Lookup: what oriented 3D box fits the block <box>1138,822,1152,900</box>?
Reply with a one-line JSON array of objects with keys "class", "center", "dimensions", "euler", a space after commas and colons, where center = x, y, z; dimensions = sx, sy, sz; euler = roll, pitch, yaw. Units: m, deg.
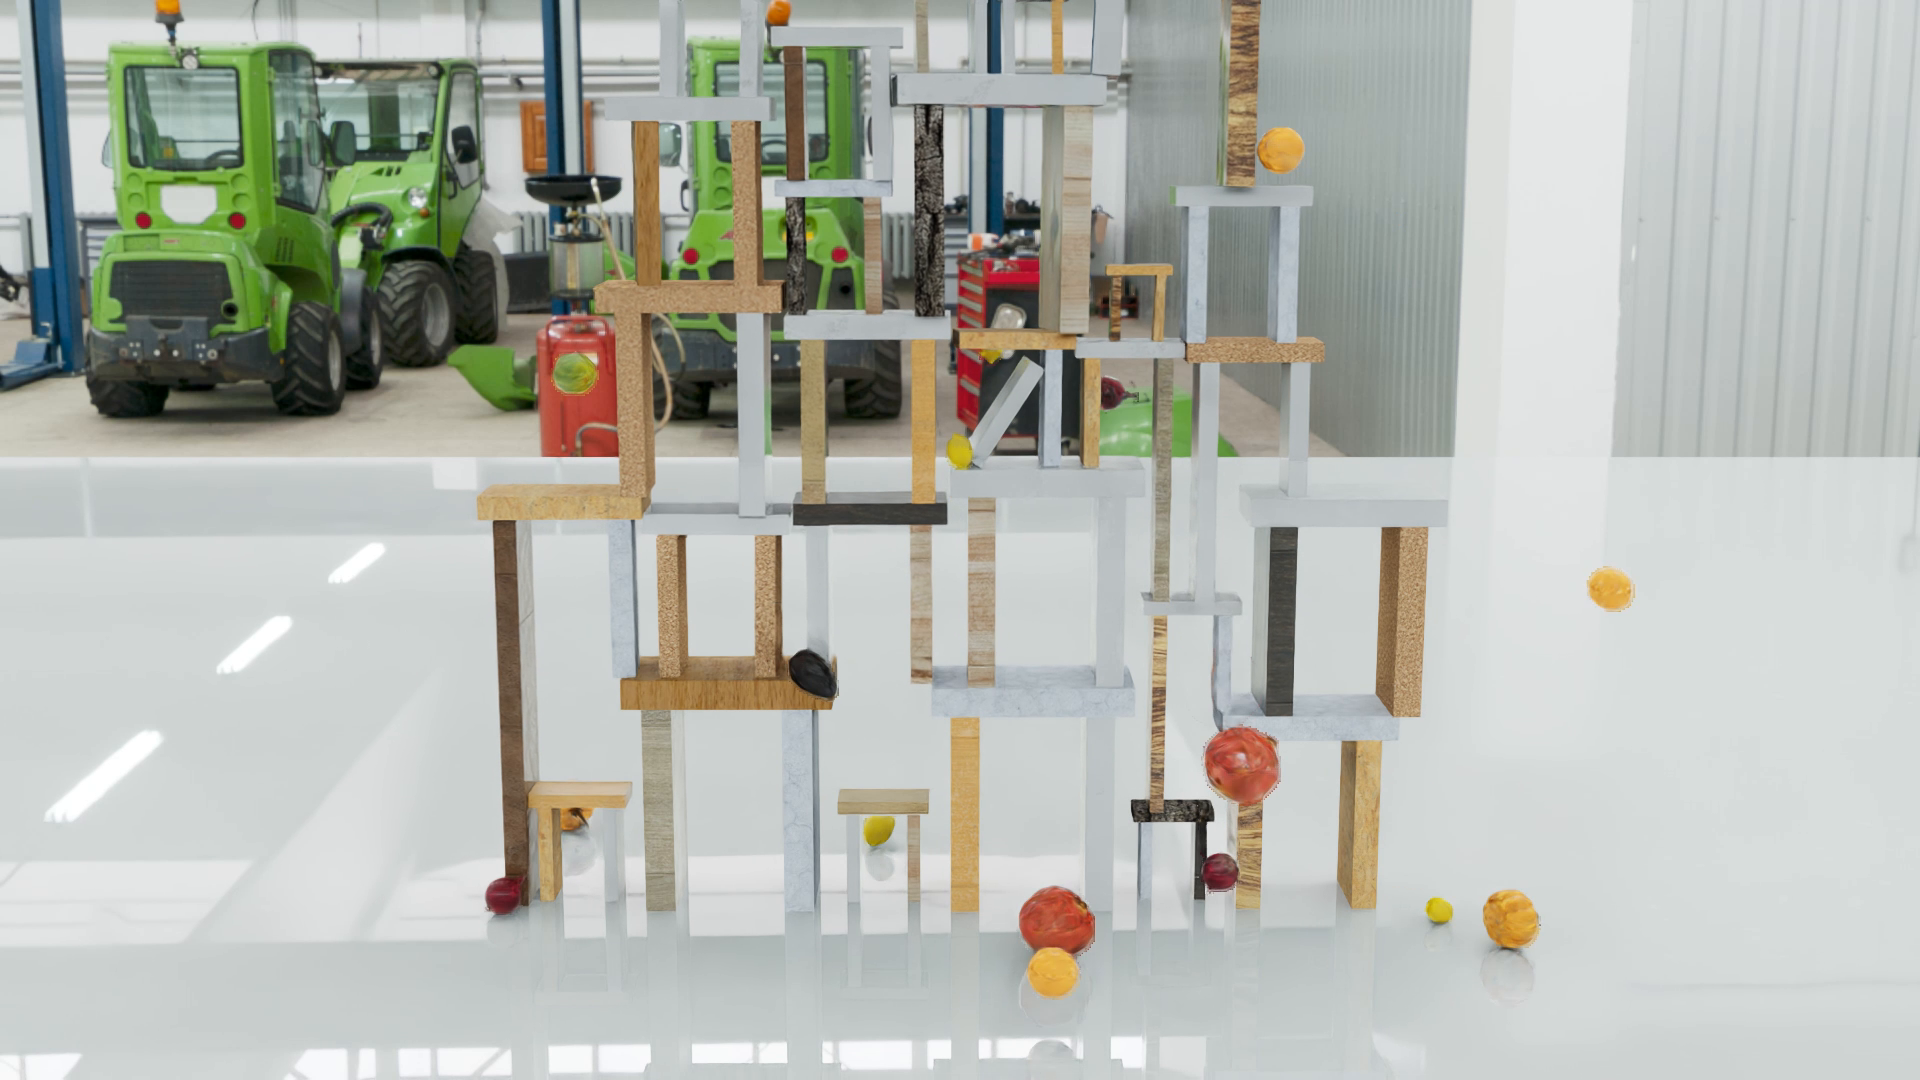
[{"class": "block", "center": [0.308, 0.524, 3.661], "dimensions": [0.019, 0.133, 0.067], "euler": [0, 11, 0]}]

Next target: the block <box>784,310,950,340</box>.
[{"class": "block", "center": [-0.146, -0.344, 3.505], "dimensions": [0.261, 0.037, 0.130], "euler": [0, 10, -1]}]

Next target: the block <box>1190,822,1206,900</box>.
[{"class": "block", "center": [0.397, 0.524, 3.661], "dimensions": [0.019, 0.133, 0.067], "euler": [0, 11, 0]}]

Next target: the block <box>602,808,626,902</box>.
[{"class": "block", "center": [-0.575, 0.511, 3.658], "dimensions": [0.023, 0.159, 0.080], "euler": [0, 11, 0]}]

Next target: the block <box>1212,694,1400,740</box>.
[{"class": "block", "center": [0.566, 0.291, 3.613], "dimensions": [0.284, 0.040, 0.142], "euler": [0, 11, 0]}]

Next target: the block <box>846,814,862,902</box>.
[{"class": "block", "center": [-0.176, 0.517, 3.655], "dimensions": [0.021, 0.149, 0.075], "euler": [0, 11, 0]}]

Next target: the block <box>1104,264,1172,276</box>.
[{"class": "block", "center": [0.283, -0.429, 3.489], "dimensions": [0.104, 0.015, 0.052], "euler": [0, 10, 1]}]

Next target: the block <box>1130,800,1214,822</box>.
[{"class": "block", "center": [0.352, 0.449, 3.647], "dimensions": [0.133, 0.019, 0.067], "euler": [0, 11, 0]}]

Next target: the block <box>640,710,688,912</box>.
[{"class": "block", "center": [-0.488, 0.423, 3.639], "dimensions": [0.048, 0.338, 0.169], "euler": [0, 11, 0]}]

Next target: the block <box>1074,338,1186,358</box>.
[{"class": "block", "center": [0.270, -0.307, 3.511], "dimensions": [0.173, 0.024, 0.086], "euler": [0, 10, 1]}]

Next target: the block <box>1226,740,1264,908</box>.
[{"class": "block", "center": [0.471, 0.450, 3.642], "dimensions": [0.040, 0.284, 0.142], "euler": [0, 11, 0]}]

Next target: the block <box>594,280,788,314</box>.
[{"class": "block", "center": [-0.424, -0.387, 3.490], "dimensions": [0.290, 0.041, 0.145], "euler": [0, 11, 0]}]

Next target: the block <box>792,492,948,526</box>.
[{"class": "block", "center": [-0.144, -0.052, 3.559], "dimensions": [0.247, 0.035, 0.123], "euler": [0, 10, -2]}]

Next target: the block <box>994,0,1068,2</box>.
[{"class": "block", "center": [0.111, -0.847, 3.417], "dimensions": [0.115, 0.016, 0.058], "euler": [0, 9, 0]}]

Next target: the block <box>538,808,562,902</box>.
[{"class": "block", "center": [-0.681, 0.511, 3.658], "dimensions": [0.023, 0.159, 0.080], "euler": [0, 11, 0]}]

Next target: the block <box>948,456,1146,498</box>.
[{"class": "block", "center": [0.137, -0.103, 3.546], "dimensions": [0.309, 0.044, 0.154], "euler": [0, 10, -1]}]

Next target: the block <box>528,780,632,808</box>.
[{"class": "block", "center": [-0.628, 0.421, 3.642], "dimensions": [0.159, 0.023, 0.080], "euler": [0, 11, 0]}]

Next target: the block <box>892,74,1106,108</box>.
[{"class": "block", "center": [0.058, -0.703, 3.445], "dimensions": [0.322, 0.046, 0.161], "euler": [-1, 9, -5]}]

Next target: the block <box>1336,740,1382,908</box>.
[{"class": "block", "center": [0.661, 0.450, 3.642], "dimensions": [0.040, 0.284, 0.142], "euler": [0, 11, 0]}]

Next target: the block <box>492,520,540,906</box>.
[{"class": "block", "center": [-0.725, 0.272, 3.614], "dimensions": [0.037, 0.646, 0.130], "euler": [0, 11, 0]}]

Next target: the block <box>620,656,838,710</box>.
[{"class": "block", "center": [-0.375, 0.234, 3.604], "dimensions": [0.338, 0.048, 0.169], "euler": [0, 11, 0]}]

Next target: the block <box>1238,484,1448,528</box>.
[{"class": "block", "center": [0.615, -0.056, 3.550], "dimensions": [0.310, 0.044, 0.155], "euler": [0, 11, 0]}]

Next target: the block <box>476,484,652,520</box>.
[{"class": "block", "center": [-0.635, -0.062, 3.543], "dimensions": [0.259, 0.037, 0.130], "euler": [0, 11, -1]}]

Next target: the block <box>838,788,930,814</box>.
[{"class": "block", "center": [-0.126, 0.433, 3.639], "dimensions": [0.149, 0.021, 0.075], "euler": [0, 11, 0]}]

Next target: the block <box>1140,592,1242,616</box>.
[{"class": "block", "center": [0.375, 0.103, 3.581], "dimensions": [0.158, 0.022, 0.079], "euler": [0, 10, 0]}]

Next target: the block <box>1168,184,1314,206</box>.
[{"class": "block", "center": [0.440, -0.542, 3.460], "dimensions": [0.212, 0.030, 0.106], "euler": [0, 10, 0]}]

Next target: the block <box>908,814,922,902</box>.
[{"class": "block", "center": [-0.076, 0.517, 3.655], "dimensions": [0.021, 0.149, 0.075], "euler": [0, 11, 0]}]

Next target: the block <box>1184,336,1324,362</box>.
[{"class": "block", "center": [0.464, -0.303, 3.503], "dimensions": [0.214, 0.030, 0.107], "euler": [0, 10, 0]}]

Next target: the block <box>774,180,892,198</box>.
[{"class": "block", "center": [-0.199, -0.555, 3.470], "dimensions": [0.183, 0.026, 0.091], "euler": [0, 10, -1]}]

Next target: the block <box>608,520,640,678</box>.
[{"class": "block", "center": [-0.547, 0.082, 3.577], "dimensions": [0.037, 0.259, 0.130], "euler": [-1, 11, -5]}]

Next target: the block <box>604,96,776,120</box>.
[{"class": "block", "center": [-0.419, -0.673, 3.435], "dimensions": [0.253, 0.036, 0.126], "euler": [0, 11, 0]}]

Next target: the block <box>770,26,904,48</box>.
[{"class": "block", "center": [-0.190, -0.782, 3.424], "dimensions": [0.203, 0.029, 0.102], "euler": [0, 10, -1]}]

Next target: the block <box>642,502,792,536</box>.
[{"class": "block", "center": [-0.389, -0.035, 3.554], "dimensions": [0.232, 0.033, 0.116], "euler": [0, 11, 0]}]

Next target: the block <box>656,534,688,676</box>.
[{"class": "block", "center": [-0.467, 0.096, 3.578], "dimensions": [0.033, 0.232, 0.116], "euler": [0, 11, 0]}]

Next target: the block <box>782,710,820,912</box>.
[{"class": "block", "center": [-0.262, 0.423, 3.639], "dimensions": [0.048, 0.338, 0.169], "euler": [0, 11, 0]}]

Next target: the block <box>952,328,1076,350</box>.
[{"class": "block", "center": [0.086, -0.320, 3.497], "dimensions": [0.185, 0.026, 0.093], "euler": [0, 9, -7]}]

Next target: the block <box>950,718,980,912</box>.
[{"class": "block", "center": [0.008, 0.430, 3.635], "dimensions": [0.046, 0.327, 0.163], "euler": [0, 10, 0]}]

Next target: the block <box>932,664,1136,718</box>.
[{"class": "block", "center": [0.117, 0.246, 3.603], "dimensions": [0.327, 0.046, 0.163], "euler": [0, 10, 0]}]

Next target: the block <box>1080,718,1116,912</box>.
[{"class": "block", "center": [0.226, 0.430, 3.635], "dimensions": [0.046, 0.327, 0.163], "euler": [0, 10, 0]}]
